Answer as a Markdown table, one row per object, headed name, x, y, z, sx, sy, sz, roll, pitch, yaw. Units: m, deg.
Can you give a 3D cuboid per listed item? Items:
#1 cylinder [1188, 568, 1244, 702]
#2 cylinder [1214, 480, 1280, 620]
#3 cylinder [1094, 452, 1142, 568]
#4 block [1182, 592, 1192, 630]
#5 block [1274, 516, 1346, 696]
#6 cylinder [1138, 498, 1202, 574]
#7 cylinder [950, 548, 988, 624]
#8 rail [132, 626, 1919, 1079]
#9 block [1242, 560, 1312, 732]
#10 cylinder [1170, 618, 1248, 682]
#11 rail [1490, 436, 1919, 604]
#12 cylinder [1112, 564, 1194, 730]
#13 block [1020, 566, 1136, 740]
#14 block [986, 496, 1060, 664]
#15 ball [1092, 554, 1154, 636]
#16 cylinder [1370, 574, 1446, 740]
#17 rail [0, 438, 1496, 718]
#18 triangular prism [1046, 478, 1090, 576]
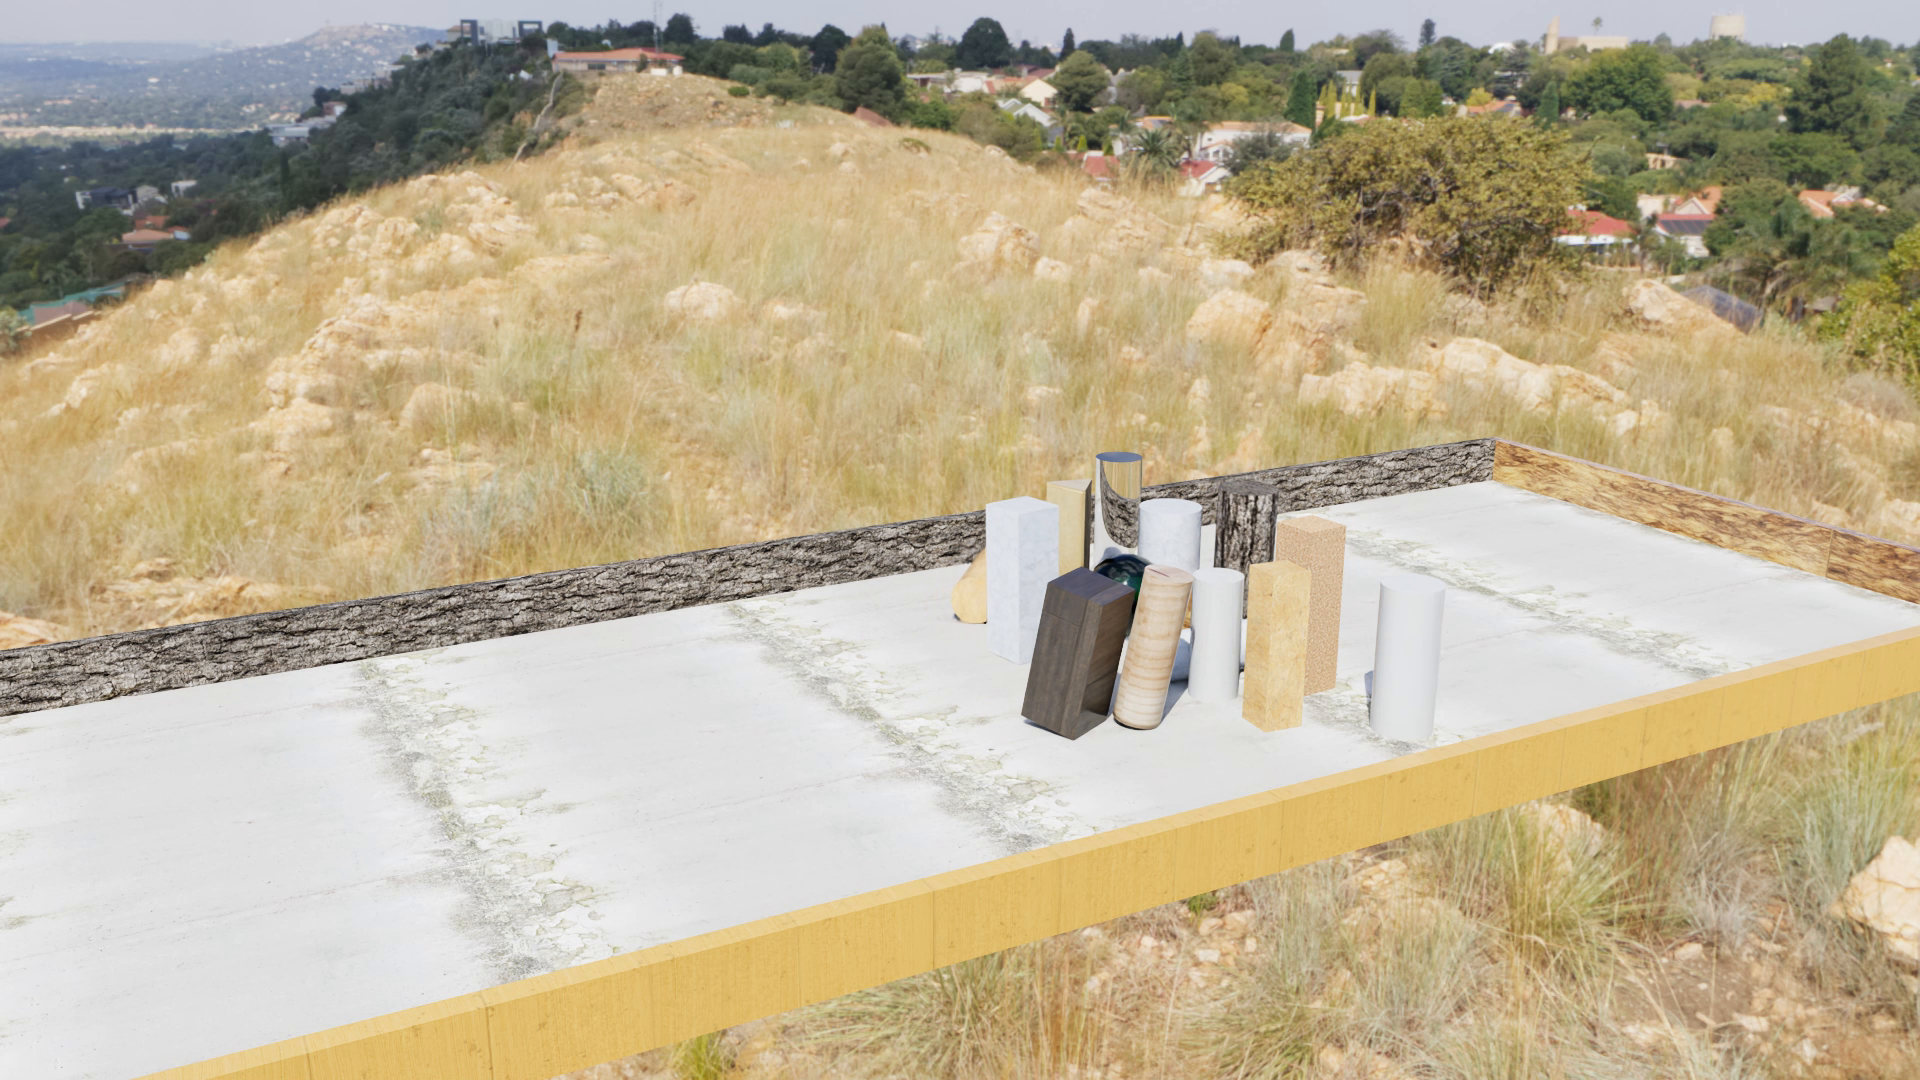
| name | x | y | z | sx | sy | sz | roll | pitch | yaw |
| --- | --- | --- | --- | --- | --- | --- | --- | --- | --- |
| cylinder | 0.624 | 0.232 | 4.024 | 0.124 | 0.306 | 0.124 | 0 | 16 | 0 |
| cylinder | 0.746 | 0.071 | 4.345 | 0.156 | 0.431 | 0.156 | 1 | 17 | 0 |
| cylinder | 0.465 | -0.059 | 4.873 | 0.137 | 0.384 | 0.137 | 0 | 16 | 0 |
| block | 0.740 | 0.162 | 4.566 | 0.374 | 0.133 | 0.133 | -11 | 20 | -33 |
| block | 0.853 | 0.162 | 4.060 | 0.117 | 0.420 | 0.117 | -10 | 19 | -31 |
| cylinder | 0.584 | 0.056 | 4.616 | 0.174 | 0.310 | 0.174 | 0 | 16 | 0 |
| cylinder | 0.072 | 0.126 | 4.687 | 0.135 | 0.135 | 0.301 | 4 | 17 | 12 |
| rail | -2.336 | 1.006 | 1.665 | 12.000 | 0.150 | 0.050 | -9 | 18 | -27 |
| block | 0.736 | 0.247 | 3.841 | 0.100 | 0.379 | 0.100 | -7 | 18 | -21 |
| cylinder | 0.651 | 0.276 | 4.194 | 0.335 | 0.125 | 0.125 | -8 | 18 | -24 |
| rail | 2.466 | -0.048 | 5.253 | 0.050 | 0.150 | 2.100 | -9 | 18 | -27 |
| cylinder | 0.448 | 0.248 | 3.833 | 0.115 | 0.367 | 0.115 | 9 | 18 | -3 |
| block | 0.272 | 0.261 | 3.813 | 0.148 | 0.346 | 0.148 | 23 | 26 | 29 |
| block | 0.163 | 0.103 | 4.288 | 0.133 | 0.401 | 0.133 | -12 | 19 | -35 |
| ball | 0.449 | 0.148 | 4.454 | 0.224 | 0.224 | 0.224 | 0 | 16 | 0 |
| cylinder | 1.033 | 0.269 | 3.808 | 0.145 | 0.356 | 0.145 | 0 | 16 | 0 |
| rail | -3.305 | 0.497 | 3.399 | 12.000 | 0.150 | 0.050 | -9 | 18 | -27 |
| triangular prism | 0.327 | 0.021 | 4.617 | 0.131 | 0.375 | 0.114 | 15 | 22 | 40 |
